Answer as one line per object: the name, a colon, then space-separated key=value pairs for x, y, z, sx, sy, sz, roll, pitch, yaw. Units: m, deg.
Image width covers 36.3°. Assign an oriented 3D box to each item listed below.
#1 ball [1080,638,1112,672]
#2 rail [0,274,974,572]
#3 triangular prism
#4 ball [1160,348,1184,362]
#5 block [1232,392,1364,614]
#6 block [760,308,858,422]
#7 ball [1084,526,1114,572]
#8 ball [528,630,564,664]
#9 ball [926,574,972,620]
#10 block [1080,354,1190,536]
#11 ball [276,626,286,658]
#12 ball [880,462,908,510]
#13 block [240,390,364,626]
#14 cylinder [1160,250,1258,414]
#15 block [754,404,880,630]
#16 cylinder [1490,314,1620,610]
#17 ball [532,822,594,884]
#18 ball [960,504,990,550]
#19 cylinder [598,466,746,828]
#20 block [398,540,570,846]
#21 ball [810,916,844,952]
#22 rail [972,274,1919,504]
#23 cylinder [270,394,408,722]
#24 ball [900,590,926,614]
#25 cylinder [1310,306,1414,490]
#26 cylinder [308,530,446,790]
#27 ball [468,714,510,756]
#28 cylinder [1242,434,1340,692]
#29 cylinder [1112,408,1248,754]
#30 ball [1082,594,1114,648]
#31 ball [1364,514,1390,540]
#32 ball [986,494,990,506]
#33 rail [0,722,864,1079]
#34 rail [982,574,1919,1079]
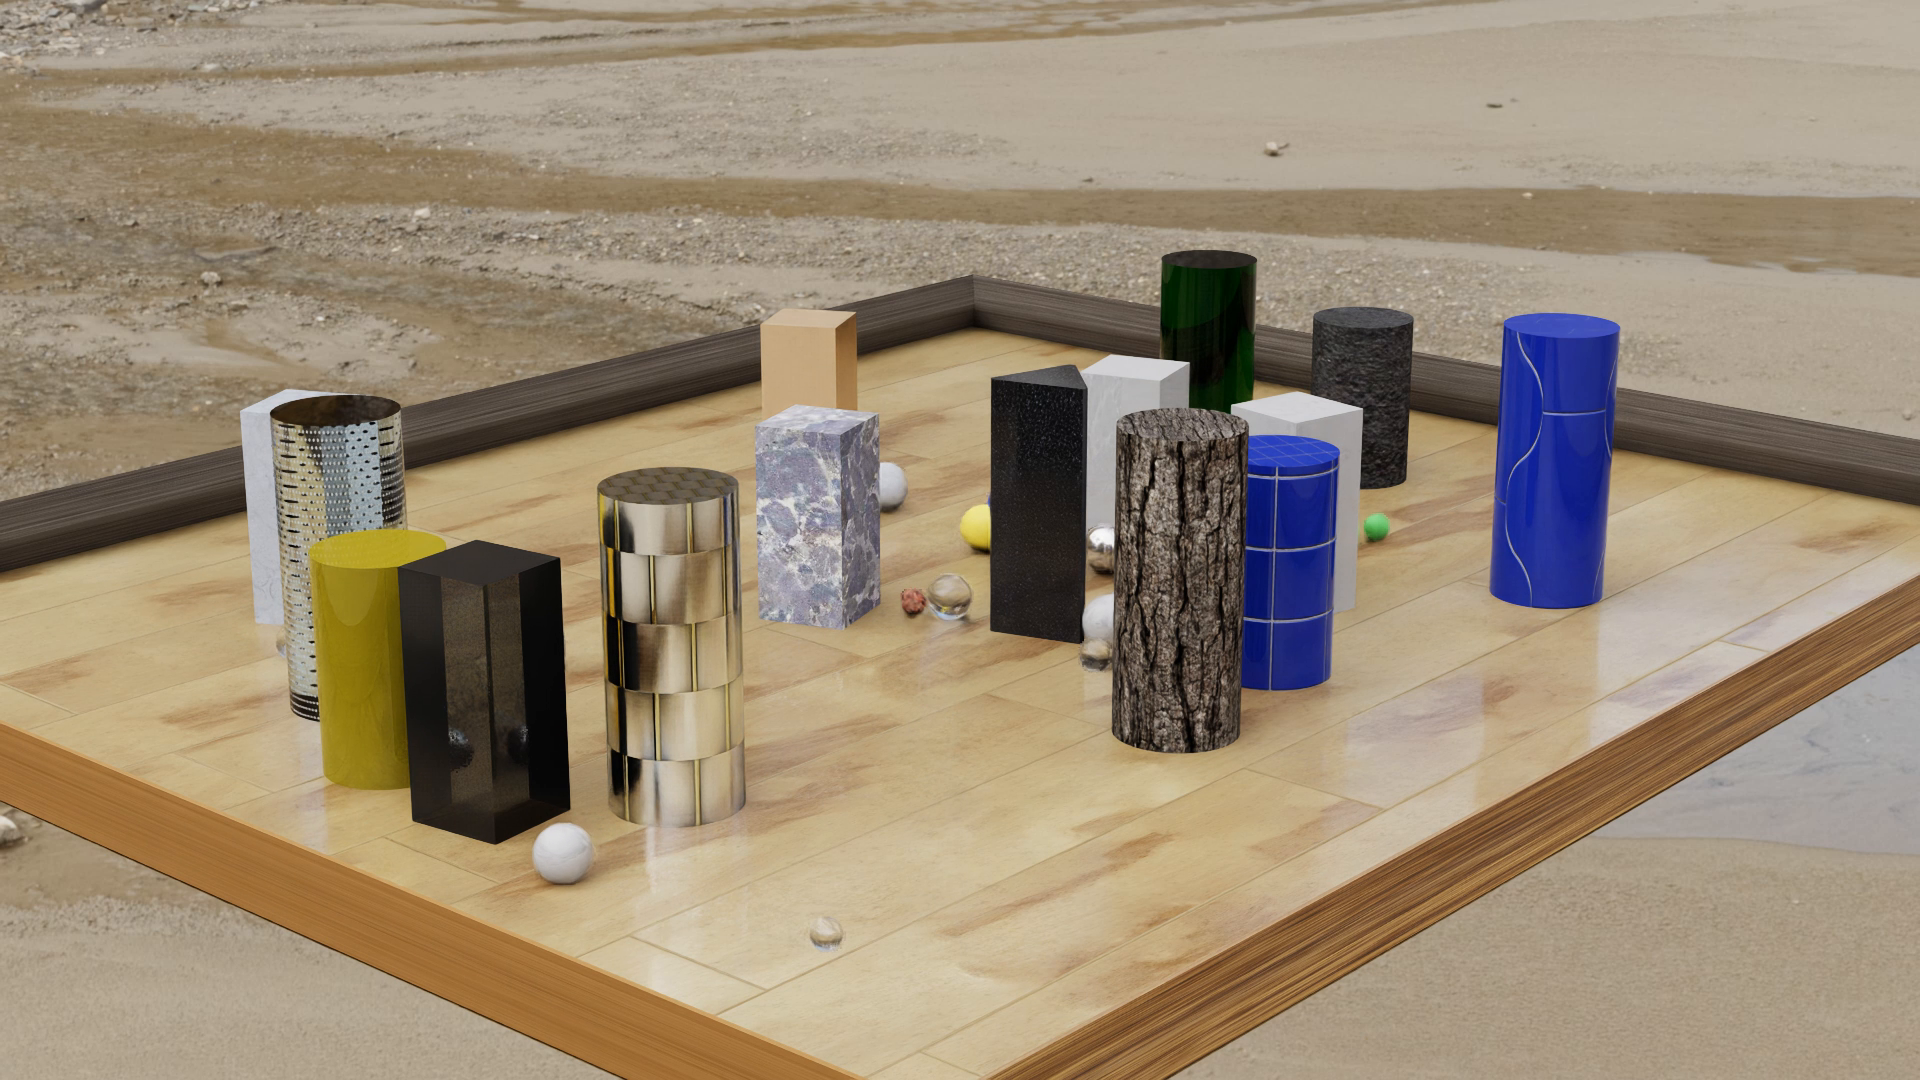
ball: x=0.220 y=0.186 z=4.740 sx=0.054 sy=0.054 sz=0.054 roll=0 pitch=17 yaw=0
rail: x=-1.026 y=-0.225 z=5.973 sx=0.045 sy=0.128 sz=3.279 roll=14 pitch=22 yaw=39
triangular prism: x=0.158 y=-0.066 z=4.913 sx=0.170 sy=0.437 sz=0.147 roll=8 pitch=18 yaw=24
ball: x=0.486 y=-0.413 z=6.717 sx=0.059 sy=0.059 sz=0.059 roll=0 pitch=17 yaw=0
block: x=0.571 y=-0.056 z=5.023 sx=0.157 sy=0.355 sz=0.157 roll=-13 pitch=21 yaw=-36
block: x=-0.308 y=-0.319 z=6.025 sx=0.157 sy=0.279 sz=0.157 roll=4 pitch=17 yaw=13
ball: x=0.260 y=0.015 z=5.256 sx=0.084 sy=0.084 sz=0.084 roll=0 pitch=17 yaw=0
ball: x=-0.674 y=0.175 z=4.772 sx=0.056 sy=0.056 sz=0.056 roll=0 pitch=17 yaw=0
ball: x=-0.018 y=0.098 z=4.992 sx=0.078 sy=0.078 sz=0.078 roll=0 pitch=17 yaw=0
block: x=0.322 y=-0.164 z=5.439 sx=0.157 sy=0.321 sz=0.157 roll=7 pitch=18 yaw=23
ball: x=-1.085 y=0.167 z=4.787 sx=0.064 sy=0.064 sz=0.064 roll=0 pitch=17 yaw=0
ball: x=-0.144 y=-0.103 z=5.636 sx=0.091 sy=0.091 sz=0.091 roll=0 pitch=17 yaw=0
block: x=-1.100 y=-0.052 z=4.982 sx=0.157 sy=0.371 sz=0.157 roll=5 pitch=17 yaw=16
cylinder: x=0.511 y=-0.388 z=6.063 sx=0.196 sy=0.391 sz=0.196 roll=0 pitch=17 yaw=0
block: x=-0.240 y=-0.041 z=4.995 sx=0.157 sy=0.340 sz=0.157 roll=7 pitch=18 yaw=22
cylinder: x=1.029 y=-0.138 z=5.080 sx=0.196 sy=0.478 sz=0.196 roll=0 pitch=17 yaw=0
ball: x=-0.530 y=0.418 z=3.922 sx=0.081 sy=0.081 sz=0.081 roll=0 pitch=17 yaw=0
ball: x=0.042 y=-0.023 z=5.383 sx=0.083 sy=0.083 sz=0.083 roll=0 pitch=17 yaw=0
cylinder: x=-0.405 y=0.150 z=4.138 sx=0.196 sy=0.471 sz=0.196 roll=0 pitch=17 yaw=0
block: x=-0.663 y=0.210 z=4.102 sx=0.157 sy=0.376 sz=0.157 roll=11 pitch=20 yaw=32
ball: x=-0.169 y=0.500 z=3.718 sx=0.044 sy=0.044 sz=0.044 roll=0 pitch=17 yaw=0
rail: x=1.059 y=-0.320 z=6.288 sx=2.765 sy=0.128 sz=0.045 roll=14 pitch=22 yaw=39
cylinder: x=-0.952 y=0.028 z=4.539 sx=0.196 sy=0.472 sz=0.196 roll=0 pitch=17 yaw=0
ball: x=-0.080 y=0.107 z=5.022 sx=0.043 sy=0.043 sz=0.043 roll=0 pitch=17 yaw=0
cylinder: x=0.796 y=-0.284 z=5.828 sx=0.196 sy=0.325 sz=0.196 roll=0 pitch=17 yaw=0
cylinder: x=-0.843 y=0.173 z=4.293 sx=0.196 sy=0.336 sz=0.196 roll=0 pitch=17 yaw=0
ball: x=-0.704 y=0.291 z=4.376 sx=0.063 sy=0.063 sz=0.063 roll=0 pitch=17 yaw=0
cylinder: x=0.503 y=0.035 z=4.694 sx=0.196 sy=0.369 sz=0.196 roll=0 pitch=17 yaw=0
cylinder: x=0.330 y=0.060 z=4.414 sx=0.196 sy=0.484 sz=0.196 roll=0 pitch=17 yaw=0
ball: x=0.248 y=0.135 z=4.846 sx=0.092 sy=0.092 sz=0.092 roll=0 pitch=17 yaw=0
ball: x=0.773 y=-0.023 z=5.446 sx=0.047 sy=0.047 sz=0.047 roll=0 pitch=17 yaw=0
ball: x=0.097 y=-0.062 z=5.488 sx=0.097 sy=0.097 sz=0.097 roll=0 pitch=17 yaw=0
rail: x=-1.059 y=0.384 z=3.952 sx=2.765 sy=0.128 sz=0.045 roll=14 pitch=22 yaw=39
rail: x=1.026 y=0.289 z=4.267 sx=0.045 sy=0.128 sz=3.279 roll=14 pitch=22 yaw=39
